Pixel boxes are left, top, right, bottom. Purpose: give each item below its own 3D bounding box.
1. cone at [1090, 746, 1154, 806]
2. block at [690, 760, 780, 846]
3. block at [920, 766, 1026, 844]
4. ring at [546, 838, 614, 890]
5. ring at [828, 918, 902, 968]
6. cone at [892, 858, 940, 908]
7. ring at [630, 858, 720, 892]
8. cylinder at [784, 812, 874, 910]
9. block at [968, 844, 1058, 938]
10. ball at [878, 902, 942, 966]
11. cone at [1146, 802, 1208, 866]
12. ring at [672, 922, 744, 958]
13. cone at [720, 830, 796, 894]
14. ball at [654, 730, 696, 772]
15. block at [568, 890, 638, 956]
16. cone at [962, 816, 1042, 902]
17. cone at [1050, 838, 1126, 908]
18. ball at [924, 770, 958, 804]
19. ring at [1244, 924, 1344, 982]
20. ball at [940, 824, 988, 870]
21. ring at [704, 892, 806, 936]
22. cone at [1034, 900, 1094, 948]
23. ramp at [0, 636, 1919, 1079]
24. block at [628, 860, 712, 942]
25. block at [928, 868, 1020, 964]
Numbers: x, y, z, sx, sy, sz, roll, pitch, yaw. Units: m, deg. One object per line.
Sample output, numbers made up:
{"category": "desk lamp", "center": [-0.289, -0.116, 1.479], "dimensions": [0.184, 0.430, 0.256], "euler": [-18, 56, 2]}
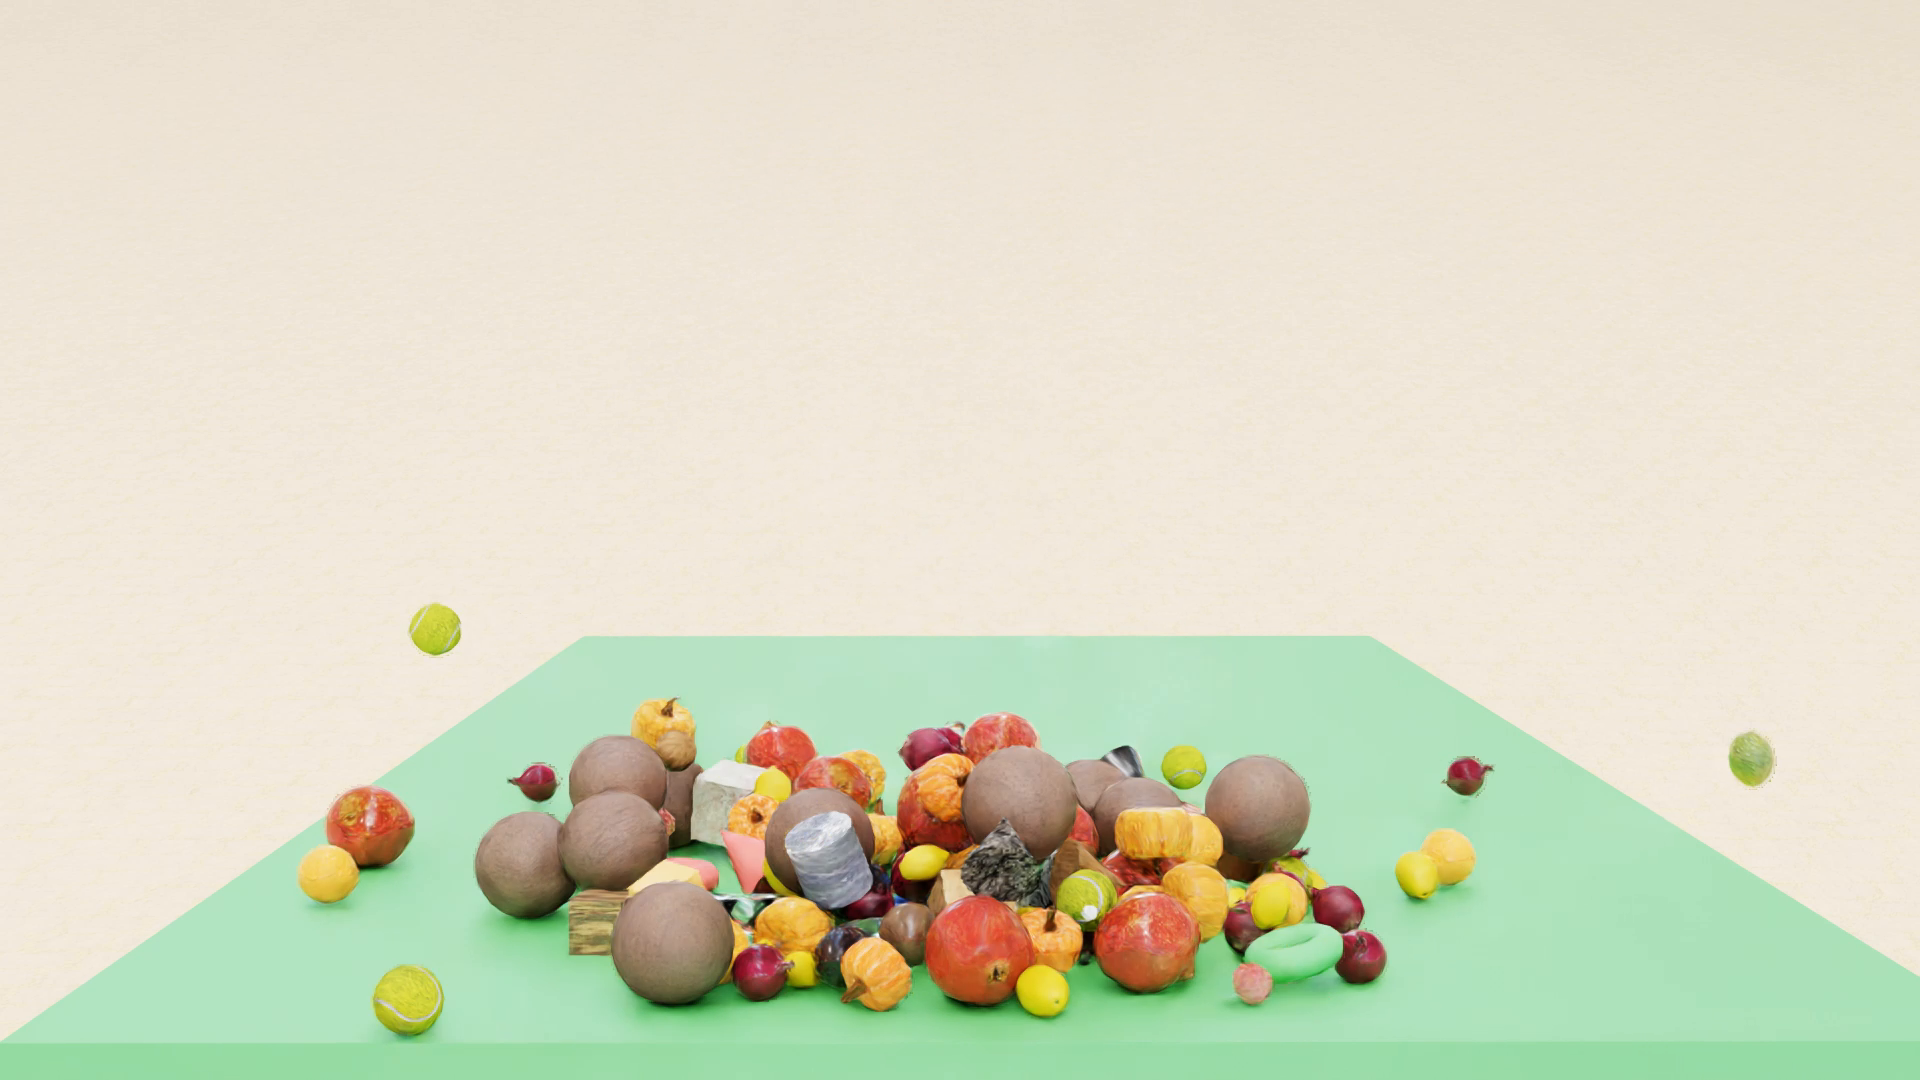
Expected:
{"category": "cone", "center": [0.267, 0.381, 3.922], "dimensions": [0.098, 0.098, 0.098], "euler": [-13, 33, -32]}
{"category": "block", "center": [-0.307, 0.363, 3.517], "dimensions": [0.088, 0.088, 0.088], "euler": [10, 16, 19]}
{"category": "block", "center": [0.019, 0.373, 3.432], "dimensions": [0.093, 0.093, 0.093], "euler": [42, 8, 4]}
{"category": "ring", "center": [-0.490, 0.418, 3.309], "dimensions": [0.094, 0.031, 0.094], "euler": [-14, 24, 6]}
{"category": "ring", "center": [-0.090, 0.454, 2.889], "dimensions": [0.119, 0.040, 0.119], "euler": [0, 4, 0]}
{"category": "cone", "center": [-0.062, 0.441, 3.095], "dimensions": [0.083, 0.083, 0.083], "euler": [-36, 37, -31]}
{"category": "ring", "center": [-0.364, 0.431, 3.273], "dimensions": [0.114, 0.038, 0.114], "euler": [0, 2, 0]}
{"category": "cylinder", "center": [-0.147, 0.360, 2.877], "dimensions": [0.079, 0.079, 0.079], "euler": [-16, 23, 7]}
{"category": "block", "center": [0.069, 0.415, 3.051], "dimensions": [0.093, 0.093, 0.093], "euler": [2, 2, 22]}
{"category": "ball", "center": [-0.055, 0.431, 2.805], "dimensions": [0.070, 0.070, 0.070], "euler": [0, 20, 0]}
{"category": "cone", "center": [0.303, 0.417, 3.481], "dimensions": [0.087, 0.087, 0.087], "euler": [-3, 31, -9]}
{"category": "ring", "center": [-0.288, 0.457, 2.936], "dimensions": [0.083, 0.028, 0.083], "euler": [0, 4, 0]}
{"category": "cone", "center": [-0.261, 0.388, 3.160], "dimensions": [0.098, 0.098, 0.098], "euler": [39, 35, 20]}
{"category": "ball", "center": [-0.384, 0.285, 3.474], "dimensions": [0.056, 0.056, 0.056], "euler": [0, 20, 0]}
{"category": "block", "center": [-0.409, 0.439, 2.944], "dimensions": [0.062, 0.062, 0.062], "euler": [1, 4, 9]}
{"category": "cone", "center": [0.045, 0.321, 2.700], "dimensions": [0.084, 0.084, 0.084], "euler": [1, 40, 4]}
{"category": "cone", "center": [0.156, 0.389, 2.945], "dimensions": [0.080, 0.080, 0.080], "euler": [13, 15, -19]}
{"category": "ball", "center": [-0.028, 0.380, 3.944], "dimensions": [0.053, 0.053, 0.053], "euler": [0, 20, 0]}
{"category": "ring", "center": [0.359, 0.444, 2.763], "dimensions": [0.109, 0.036, 0.109], "euler": [-14, 7, 2]}
{"category": "ball", "center": [0.011, 0.408, 3.340], "dimensions": [0.075, 0.075, 0.075], "euler": [0, 20, 0]}
{"category": "ring", "center": [-0.247, 0.441, 3.025], "dimensions": [0.131, 0.044, 0.131], "euler": [1, -4, 0]}
{"category": "cone", "center": [0.131, 0.452, 2.967], "dimensions": [0.065, 0.065, 0.065], "euler": [35, 36, 31]}
{"category": "ramp", "center": [0.047, 0.420, 4.534], "dimensions": [2.000, 0.100, 4.000], "euler": [0, 4, 0]}
{"category": "block", "center": [-0.321, 0.400, 2.847], "dimensions": [0.058, 0.058, 0.058], "euler": [10, 36, 42]}
{"category": "block", "center": [0.014, 0.420, 2.872], "dimensions": [0.078, 0.078, 0.078], "euler": [-1, 56, -15]}
